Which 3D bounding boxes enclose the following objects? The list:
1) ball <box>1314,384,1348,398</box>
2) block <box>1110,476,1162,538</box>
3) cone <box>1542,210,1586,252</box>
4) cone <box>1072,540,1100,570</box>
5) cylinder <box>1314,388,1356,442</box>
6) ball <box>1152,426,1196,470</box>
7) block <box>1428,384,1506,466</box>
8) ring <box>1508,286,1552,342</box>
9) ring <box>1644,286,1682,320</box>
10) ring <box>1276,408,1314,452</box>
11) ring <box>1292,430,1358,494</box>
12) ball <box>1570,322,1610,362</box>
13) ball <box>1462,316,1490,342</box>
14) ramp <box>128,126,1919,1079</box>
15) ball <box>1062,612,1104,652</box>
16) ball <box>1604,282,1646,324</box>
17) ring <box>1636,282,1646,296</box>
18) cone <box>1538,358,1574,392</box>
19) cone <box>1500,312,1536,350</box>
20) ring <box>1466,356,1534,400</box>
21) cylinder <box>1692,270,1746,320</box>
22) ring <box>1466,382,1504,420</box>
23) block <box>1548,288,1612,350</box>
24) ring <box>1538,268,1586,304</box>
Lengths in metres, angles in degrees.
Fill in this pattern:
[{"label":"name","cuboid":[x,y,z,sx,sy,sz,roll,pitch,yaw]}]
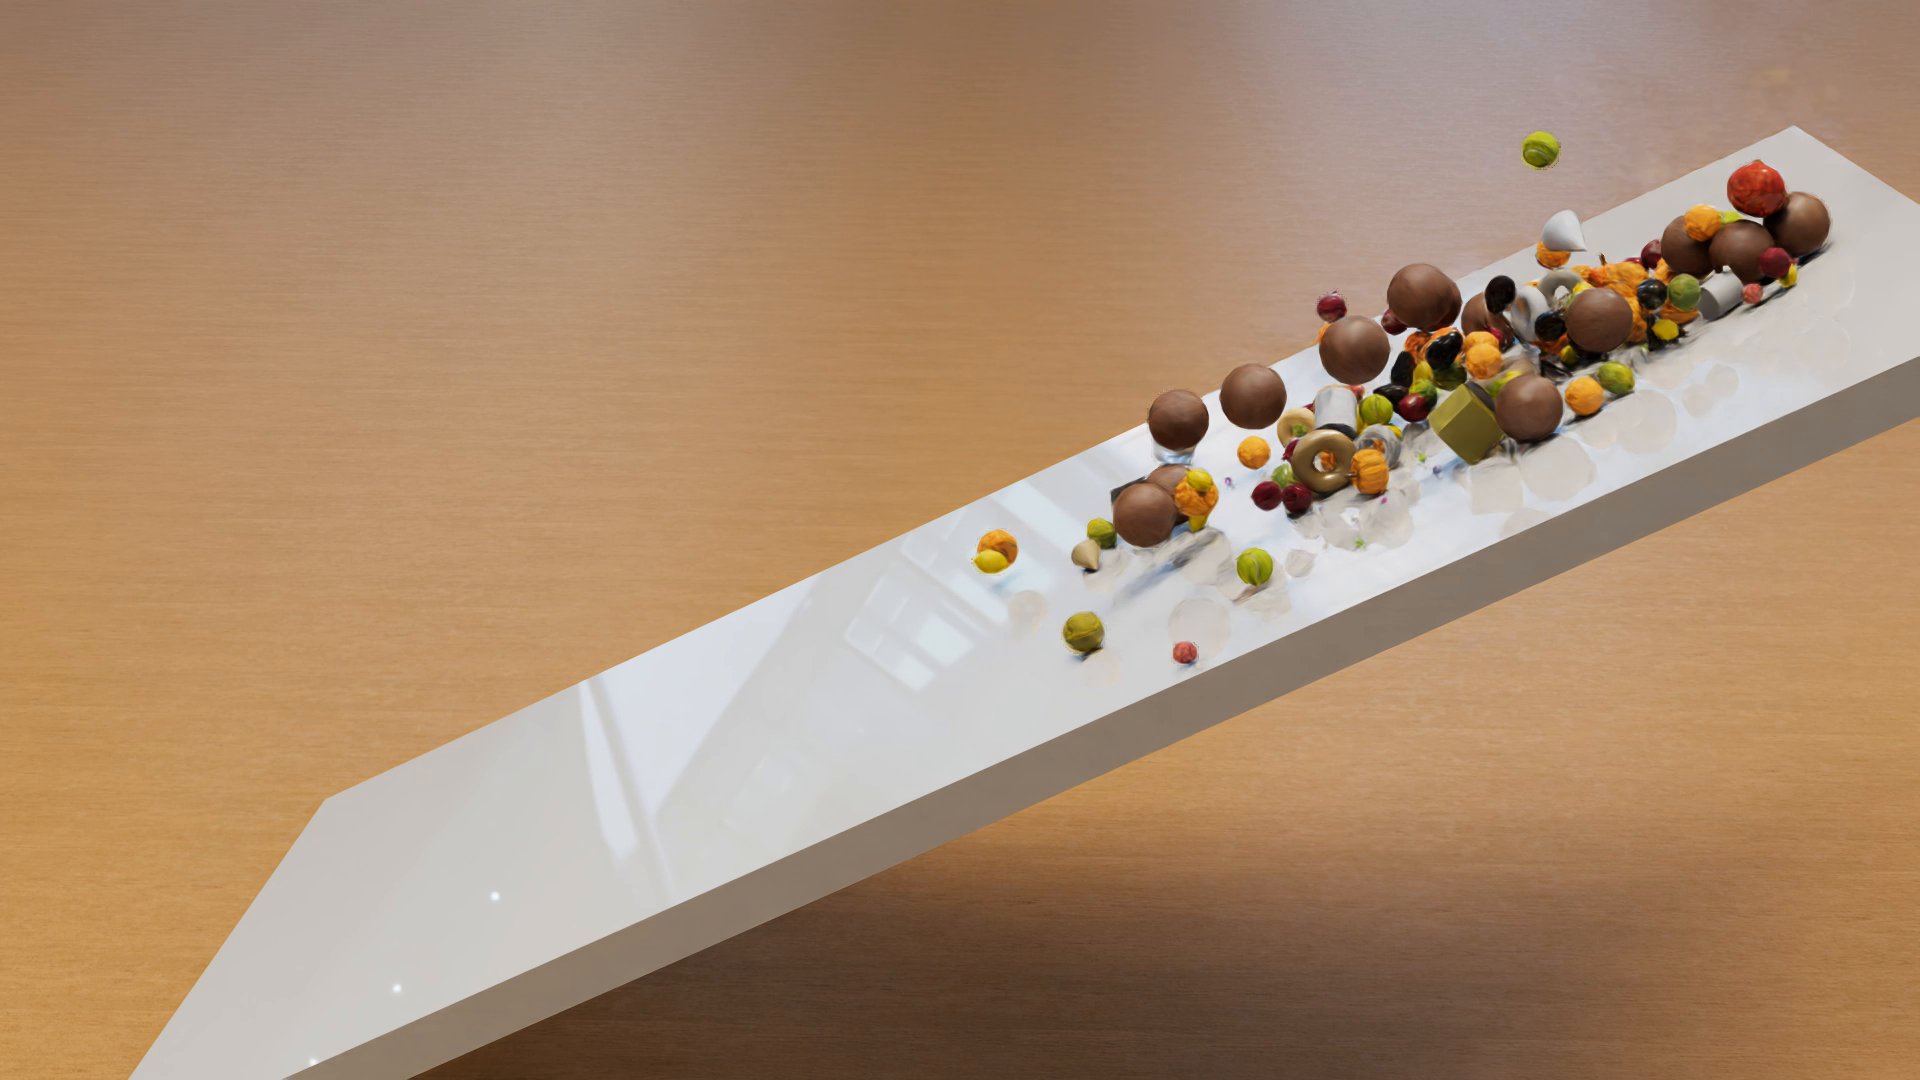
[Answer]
[{"label":"ball","cuboid":[0.766,-0.276,6.023,0.086,0.086,0.086,0,16,0]},{"label":"block","cuboid":[0.377,-0.070,6.295,0.079,0.079,0.079,-23,30,14]},{"label":"cone","cuboid":[1.262,-0.615,6.046,0.094,0.094,0.094,-8,34,-25]},{"label":"cone","cuboid":[0.277,0.046,6.186,0.067,0.067,0.067,-5,34,-18]},{"label":"cylinder","cuboid":[0.755,-0.248,5.915,0.085,0.085,0.085,2,60,5]},{"label":"ball","cuboid":[0.481,-0.207,6.612,0.099,0.099,0.099,0,16,0]},{"label":"block","cuboid":[0.973,-0.222,5.651,0.096,0.096,0.096,40,15,-17]},{"label":"ring","cuboid":[1.158,-0.459,5.973,0.039,0.117,0.117,5,12,-29]},{"label":"ring","cuboid":[1.426,-0.482,5.964,0.084,0.028,0.084,-40,20,18]},{"label":"ring","cuboid":[0.714,-0.229,6.180,0.101,0.101,0.034,7,18,23]},{"label":"ring","cuboid":[0.730,-0.157,5.879,0.135,0.135,0.045,0,18,0]},{"label":"ball","cuboid":[1.261,-0.397,5.885,0.077,0.077,0.077,0,16,0]},{"label":"ball","cuboid":[1.127,-0.459,6.419,0.058,0.058,0.058,0,16,0]},{"label":"ramp","cuboid":[0.137,0.168,6.281,4.000,0.100,2.000,-25,13,9]},{"label":"ball","cuboid":[0.238,0.177,5.662,0.080,0.080,0.080,0,16,0]},{"label":"ball","cuboid":[1.360,-0.486,6.018,0.084,0.084,0.084,0,16,0]},{"label":"ring","cuboid":[1.396,-0.510,6.160,0.091,0.030,0.091,-26,9,5]},{"label":"cone","cuboid":[1.190,-0.328,5.860,0.071,0.071,0.071,2,16,6]},{"label":"cone","cuboid":[1.164,-0.457,6.148,0.090,0.090,0.090,32,29,24]},{"label":"ring","cuboid":[1.102,-0.328,5.996,0.148,0.049,0.148,-26,14,7]},{"label":"cylinder","cuboid":[1.492,-0.481,5.781,0.070,0.070,0.070,-33,29,-21]},{"label":"ring","cuboid":[1.021,-0.268,5.739,0.100,0.033,0.100,43,13,-12]},{"label":"block","cuboid":[1.272,-0.457,6.068,0.086,0.086,0.086,-35,14,-32]},{"label":"ring","cuboid":[1.264,-0.515,6.172,0.112,0.112,0.037,10,20,30]}]
